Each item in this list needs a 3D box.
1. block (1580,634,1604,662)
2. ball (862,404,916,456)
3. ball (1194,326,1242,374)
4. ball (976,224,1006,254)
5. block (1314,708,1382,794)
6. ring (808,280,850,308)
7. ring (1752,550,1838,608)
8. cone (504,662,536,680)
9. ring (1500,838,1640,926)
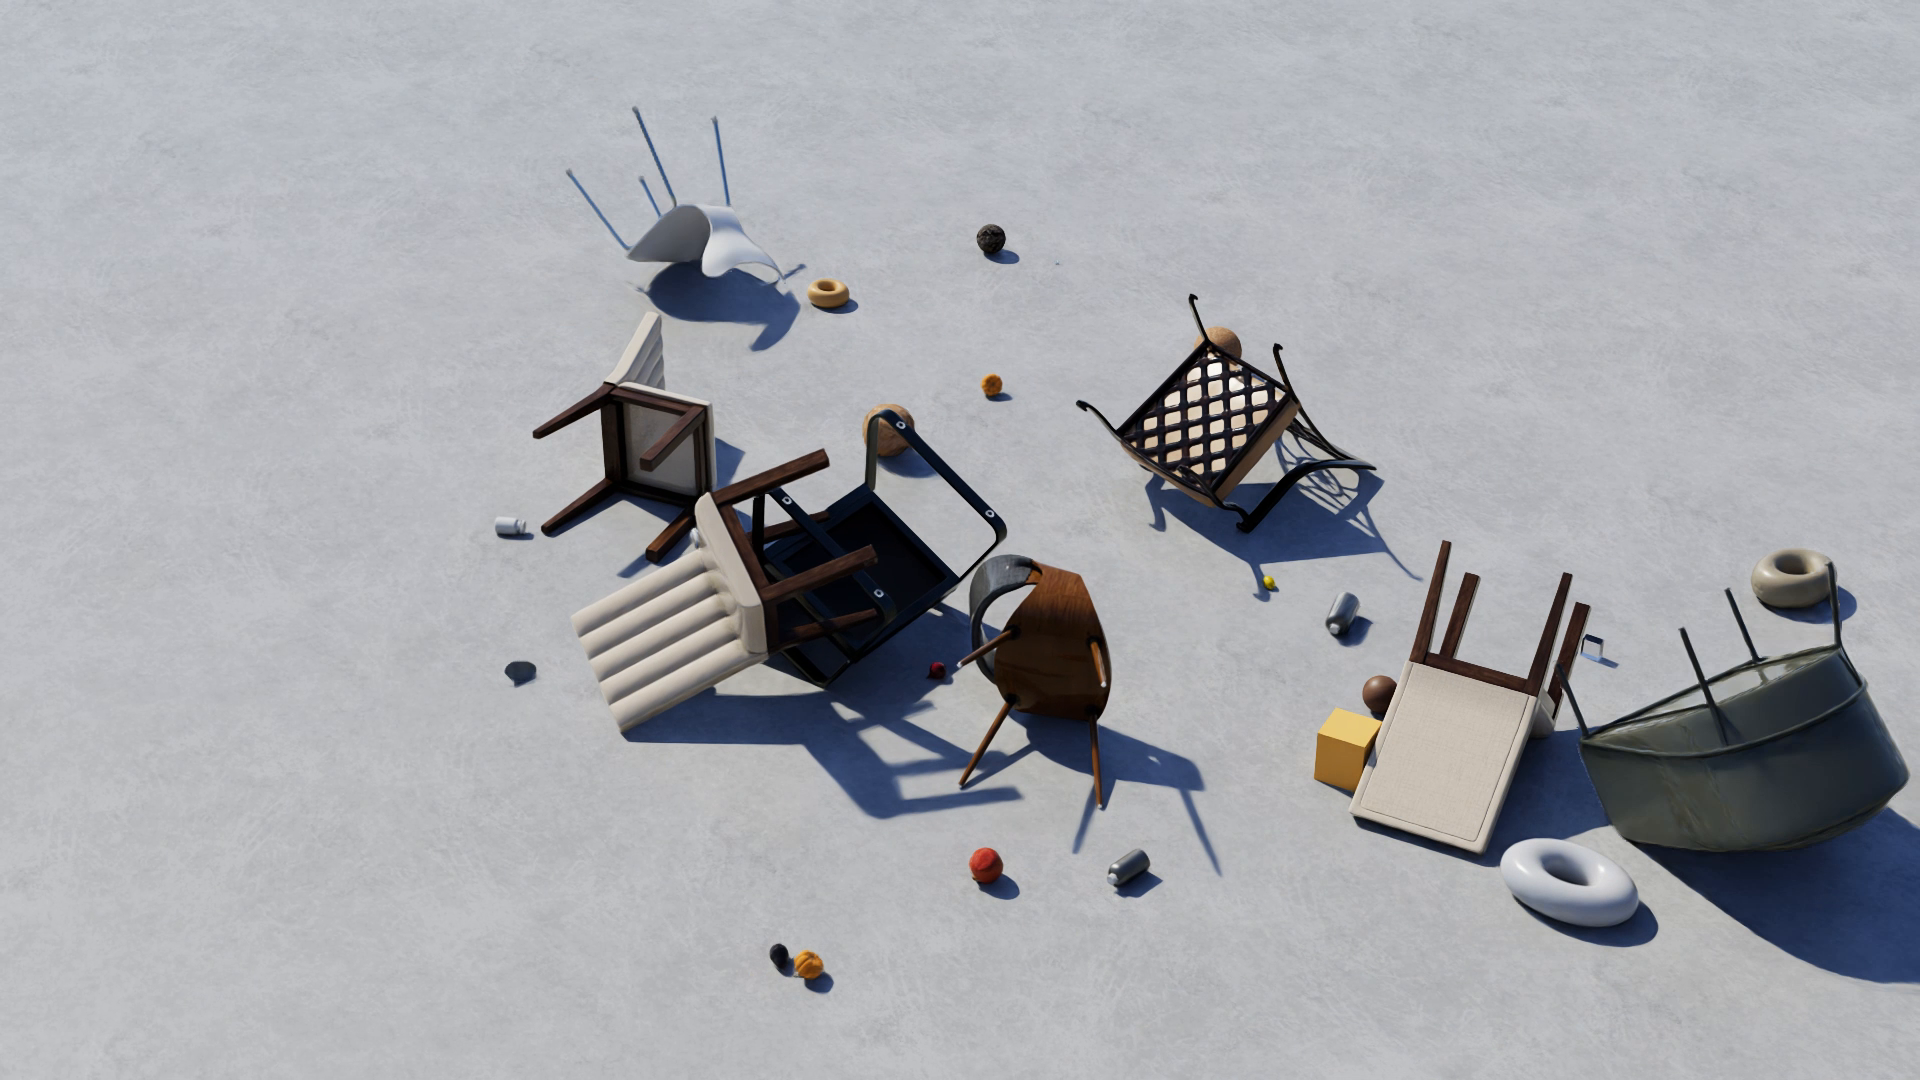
[{"bbox_3d":[2.223,0.378,10.306,0.067,0.071,0.037,21,39,29],"label":"block"},{"bbox_3d":[-0.278,-0.428,11.405,0.209,0.209,0.209,0,33,0],"label":"ball"},{"bbox_3d":[1.049,-0.771,11.935,0.197,0.197,0.197,0,33,0],"label":"ball"},{"bbox_3d":[0.136,-1.319,12.828,0.129,0.129,0.129,0,33,0],"label":"ball"},{"bbox_3d":[1.285,0.697,9.712,0.165,0.192,0.157,17,37,23],"label":"block"},{"bbox_3d":[-0.560,-1.049,12.468,0.186,0.076,0.161,13,37,16],"label":"ring"},{"bbox_3d":[3.020,0.139,10.616,0.330,0.133,0.262,-14,34,-22],"label":"ring"},{"bbox_3d":[-1.543,0.461,10.215,0.127,0.070,0.052,-2,-12,-38],"label":"cone"},{"bbox_3d":[1.911,1.073,9.198,0.448,0.129,0.312,20,35,26],"label":"ring"}]
